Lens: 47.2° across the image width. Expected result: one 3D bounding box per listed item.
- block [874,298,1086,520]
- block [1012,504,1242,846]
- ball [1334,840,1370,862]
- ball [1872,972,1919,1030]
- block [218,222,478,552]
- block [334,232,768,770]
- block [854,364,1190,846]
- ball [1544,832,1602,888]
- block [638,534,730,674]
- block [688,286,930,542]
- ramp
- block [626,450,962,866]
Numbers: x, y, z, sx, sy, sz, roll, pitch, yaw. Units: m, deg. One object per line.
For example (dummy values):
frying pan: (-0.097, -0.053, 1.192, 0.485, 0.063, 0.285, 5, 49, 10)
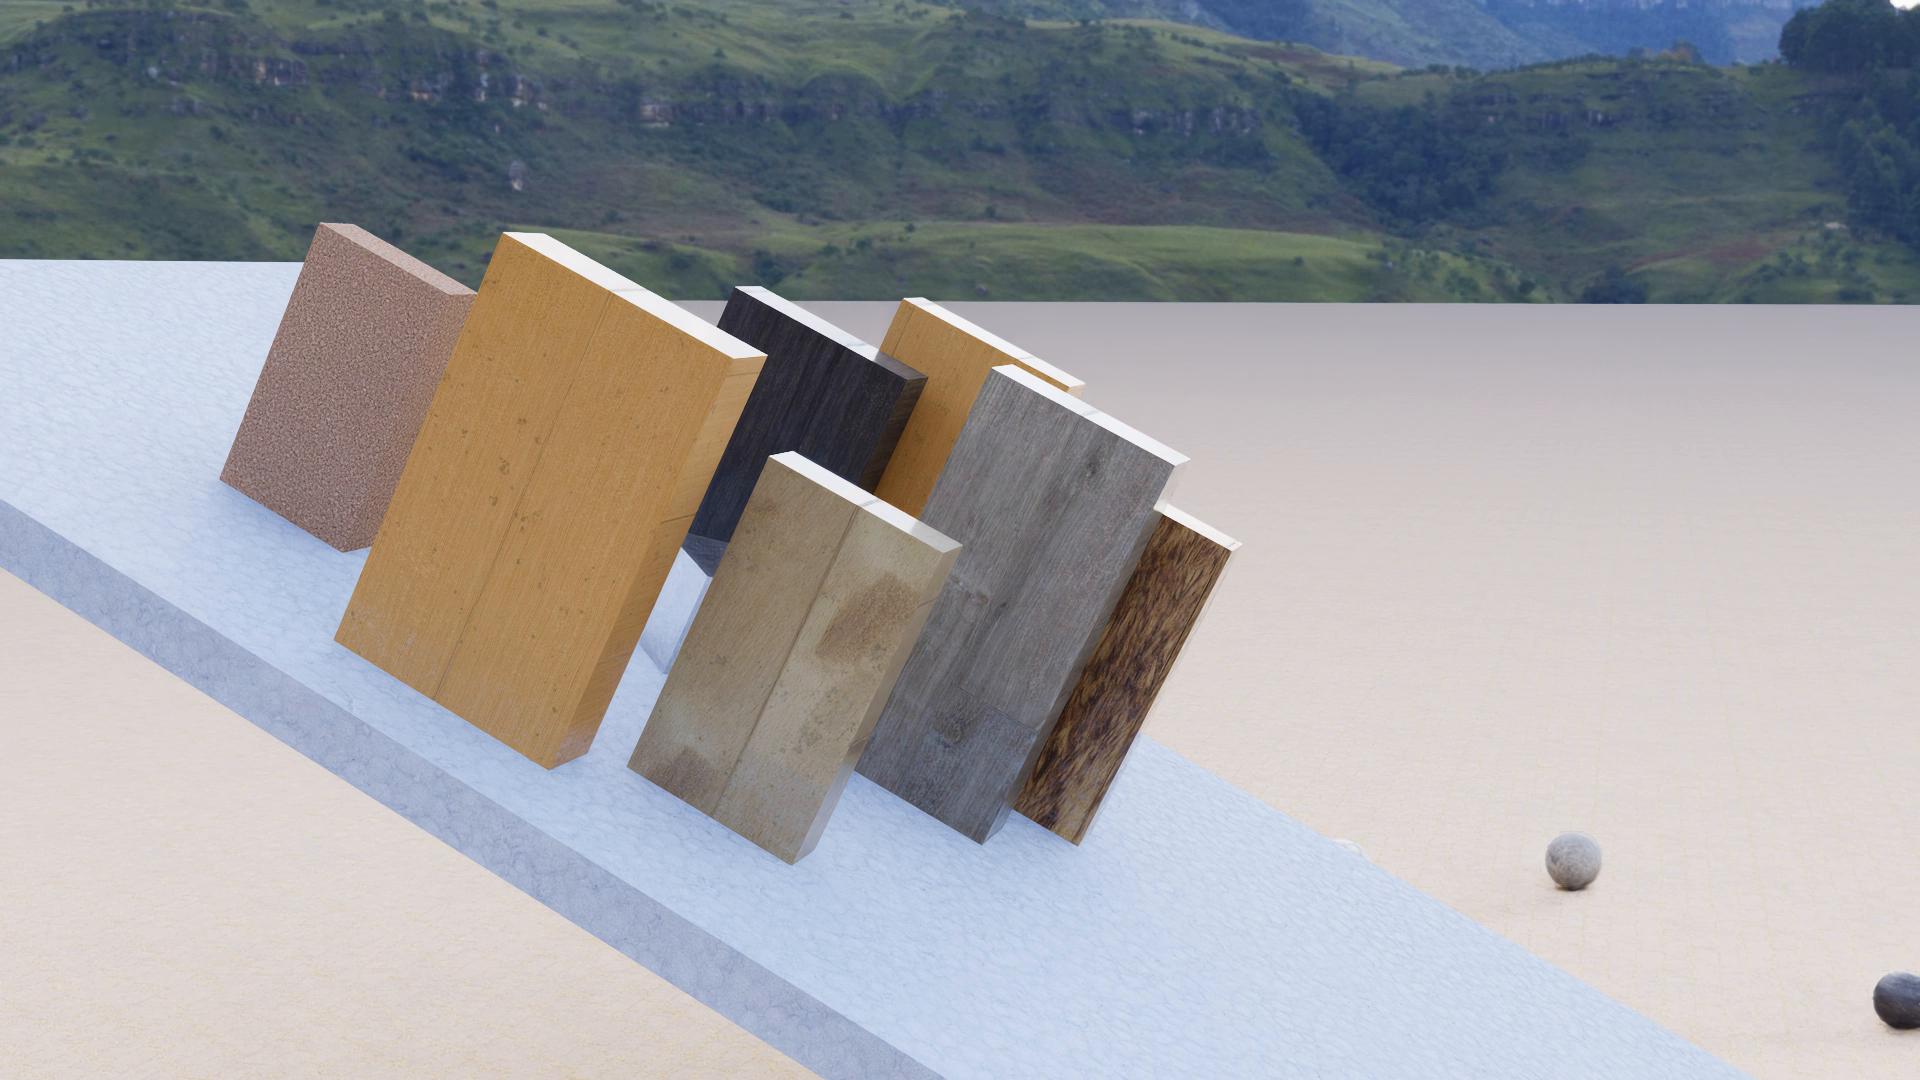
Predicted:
block: (-0.070, -0.131, 4.812, 0.413, 0.681, 0.141, 29, 14, 12)
block: (0.206, 0.200, 4.172, 0.397, 0.641, 0.111, 29, 14, 12)
ball: (1.124, 0.977, 6.495, 0.185, 0.185, 0.185, 0, 7, 0)
ball: (2.316, 1.131, 5.397, 0.142, 0.142, 0.142, 0, 7, 0)
block: (-1.080, -0.269, 3.879, 0.276, 0.504, 0.105, 29, 14, 12)
block: (-0.647, -0.062, 3.441, 0.421, 0.718, 0.133, 29, 14, 12)
block: (0.067, 0.116, 3.954, 0.366, 0.773, 0.138, 29, 14, 12)
ball: (1.852, 0.968, 6.640, 0.168, 0.168, 0.168, 0, 7, 0)
block: (-0.471, 0.131, 4.132, 0.205, 0.205, 0.205, 15, 17, -38)
block: (-0.389, -0.188, 4.684, 0.425, 0.570, 0.145, 29, 14, 12)
ramp: (-0.243, 0.409, 4.159, 4.000, 0.100, 2.000, 29, 14, 12)
block: (-0.268, 0.188, 3.512, 0.319, 0.571, 0.102, 29, 14, 12)
